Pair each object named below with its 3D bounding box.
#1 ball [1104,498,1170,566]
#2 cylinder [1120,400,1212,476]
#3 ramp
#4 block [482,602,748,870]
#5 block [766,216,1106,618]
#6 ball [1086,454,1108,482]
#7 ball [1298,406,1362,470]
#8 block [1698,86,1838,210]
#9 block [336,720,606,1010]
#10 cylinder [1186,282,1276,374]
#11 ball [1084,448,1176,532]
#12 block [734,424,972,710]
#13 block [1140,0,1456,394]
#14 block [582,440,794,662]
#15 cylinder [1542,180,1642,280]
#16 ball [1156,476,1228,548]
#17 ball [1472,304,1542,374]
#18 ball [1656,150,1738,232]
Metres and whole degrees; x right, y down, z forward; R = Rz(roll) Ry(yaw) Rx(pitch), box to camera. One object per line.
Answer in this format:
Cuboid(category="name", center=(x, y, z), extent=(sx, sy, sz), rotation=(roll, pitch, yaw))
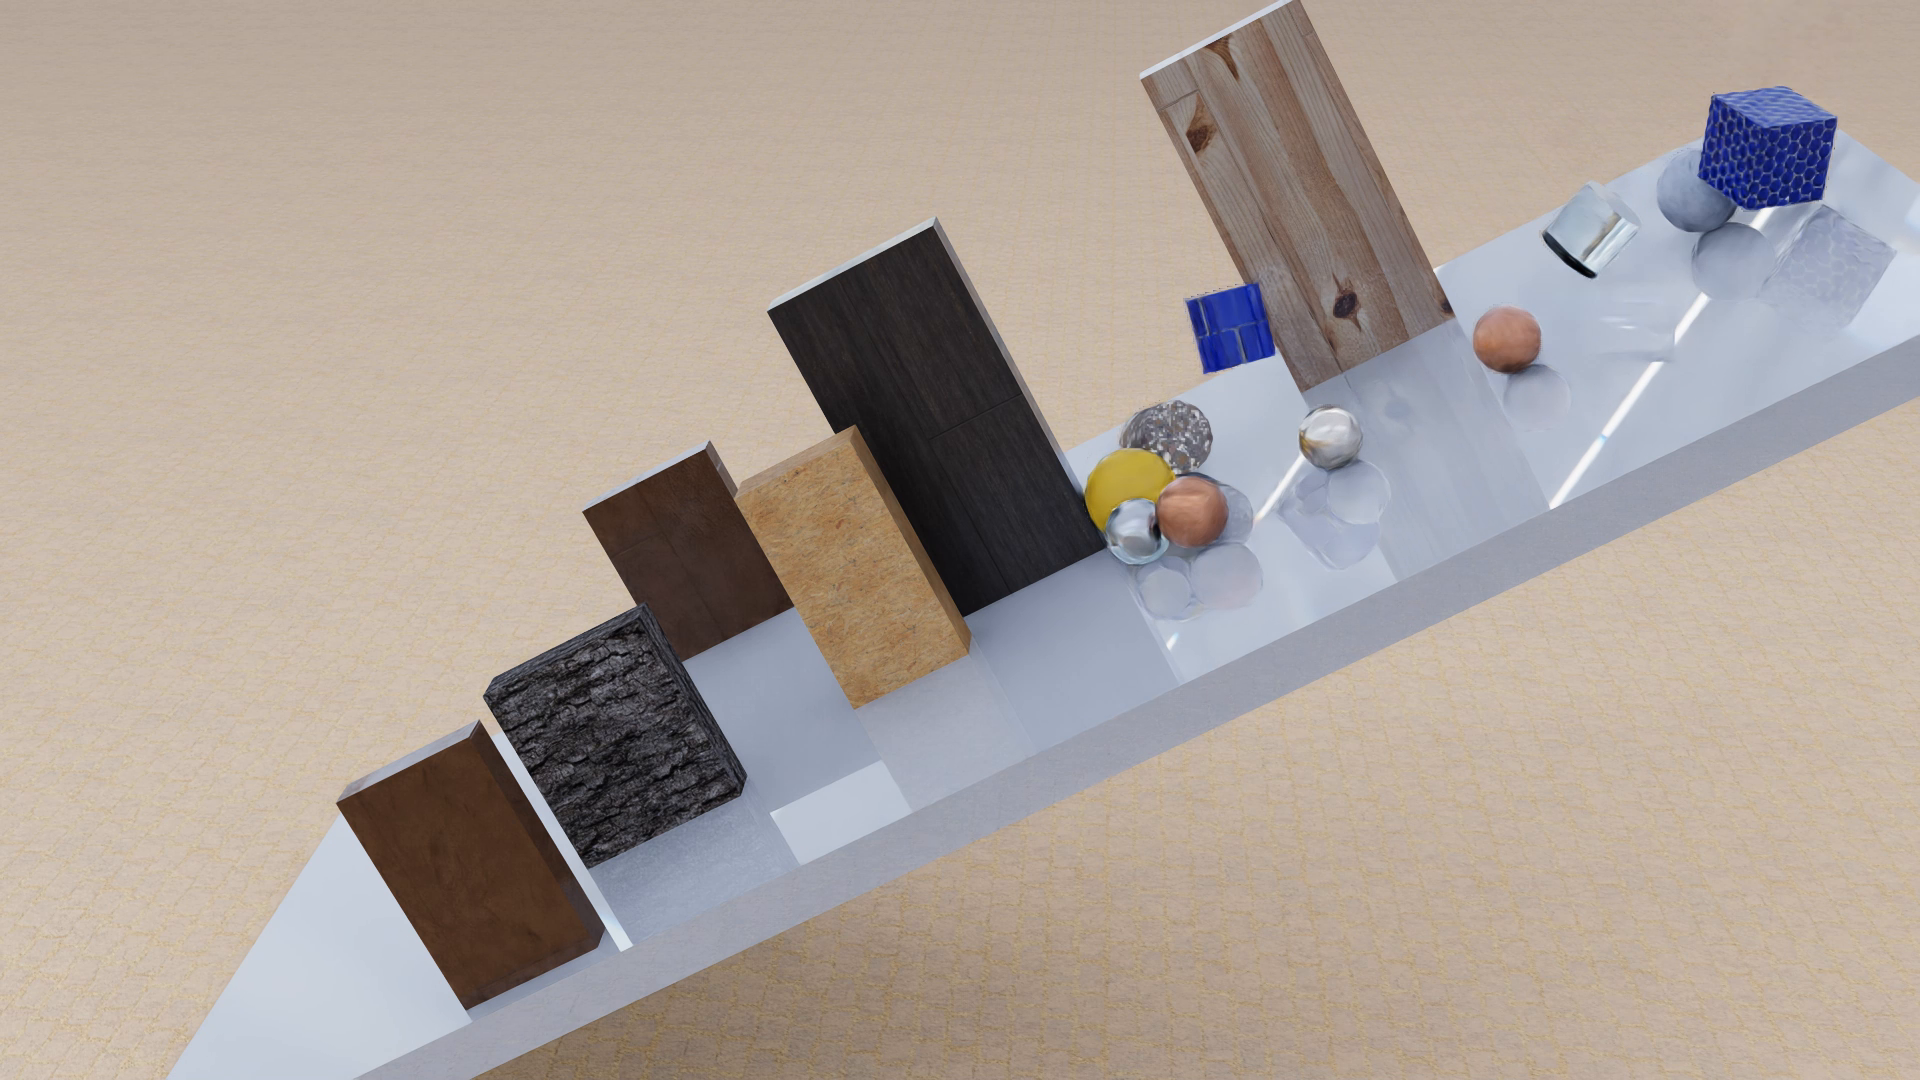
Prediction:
Cuboid(category="ball", center=(0.364, -0.017, 6.001), extent=(0.137, 0.137, 0.137), rotation=(0, 17, 0))
Cuboid(category="cylinder", center=(0.450, -0.216, 6.437), extent=(0.162, 0.162, 0.162), rotation=(-4, -5, -12))
Cuboid(category="ramp", center=(0.141, 0.167, 6.281), extent=(4.000, 0.100, 2.000), rotation=(-26, 14, 11))
Cuboid(category="block", center=(-0.701, 0.401, 6.005), extent=(0.363, 0.424, 0.114), rotation=(-26, 14, 11))
Cuboid(category="block", center=(-0.044, -0.247, 6.266), extent=(0.396, 0.785, 0.107), rotation=(-26, 14, 11))
Cuboid(category="ball", center=(0.349, -0.113, 6.334), extent=(0.155, 0.155, 0.155), rotation=(0, 17, 0))
Cuboid(category="ball", center=(0.748, -0.207, 5.941), extent=(0.130, 0.130, 0.130), rotation=(0, 17, 0))
Cuboid(category="block", center=(1.632, -0.794, 5.949), extent=(0.178, 0.178, 0.178), rotation=(-10, 33, -20))
Cuboid(category="block", center=(-0.922, 0.616, 5.562), extent=(0.293, 0.477, 0.094), rotation=(-26, 14, 11))
Cuboid(category="cylinder", center=(0.590, -0.462, 6.399), extent=(0.163, 0.163, 0.163), rotation=(-15, 4, 1))
Cuboid(category="ball", center=(0.361, -0.094, 6.153), extent=(0.199, 0.199, 0.199), rotation=(0, 17, 0))
Cuboid(category="block", center=(-0.218, 0.057, 6.095), extent=(0.270, 0.513, 0.131), rotation=(-26, 14, 11))
Cuboid(category="block", center=(0.751, -0.765, 6.529), extent=(0.383, 0.795, 0.097), rotation=(-26, 14, 11))
Cuboid(category="block", center=(-0.656, 0.033, 7.176), extent=(0.344, 0.447, 0.088), rotation=(-26, 14, 11))
Cuboid(category="cylinder", center=(1.323, -0.650, 6.160), extent=(0.147, 0.147, 0.147), rotation=(32, 25, -17))
Cuboid(category="ball", center=(0.466, -0.057, 5.910), extent=(0.148, 0.148, 0.148), rotation=(0, 17, 0))
Cuboid(category="ball", center=(1.103, -0.405, 5.929), extent=(0.138, 0.138, 0.138), rotation=(0, 17, 0))
Cuboid(category="ball", center=(1.543, -0.728, 6.145), extent=(0.173, 0.173, 0.173), rotation=(0, 17, 0))
